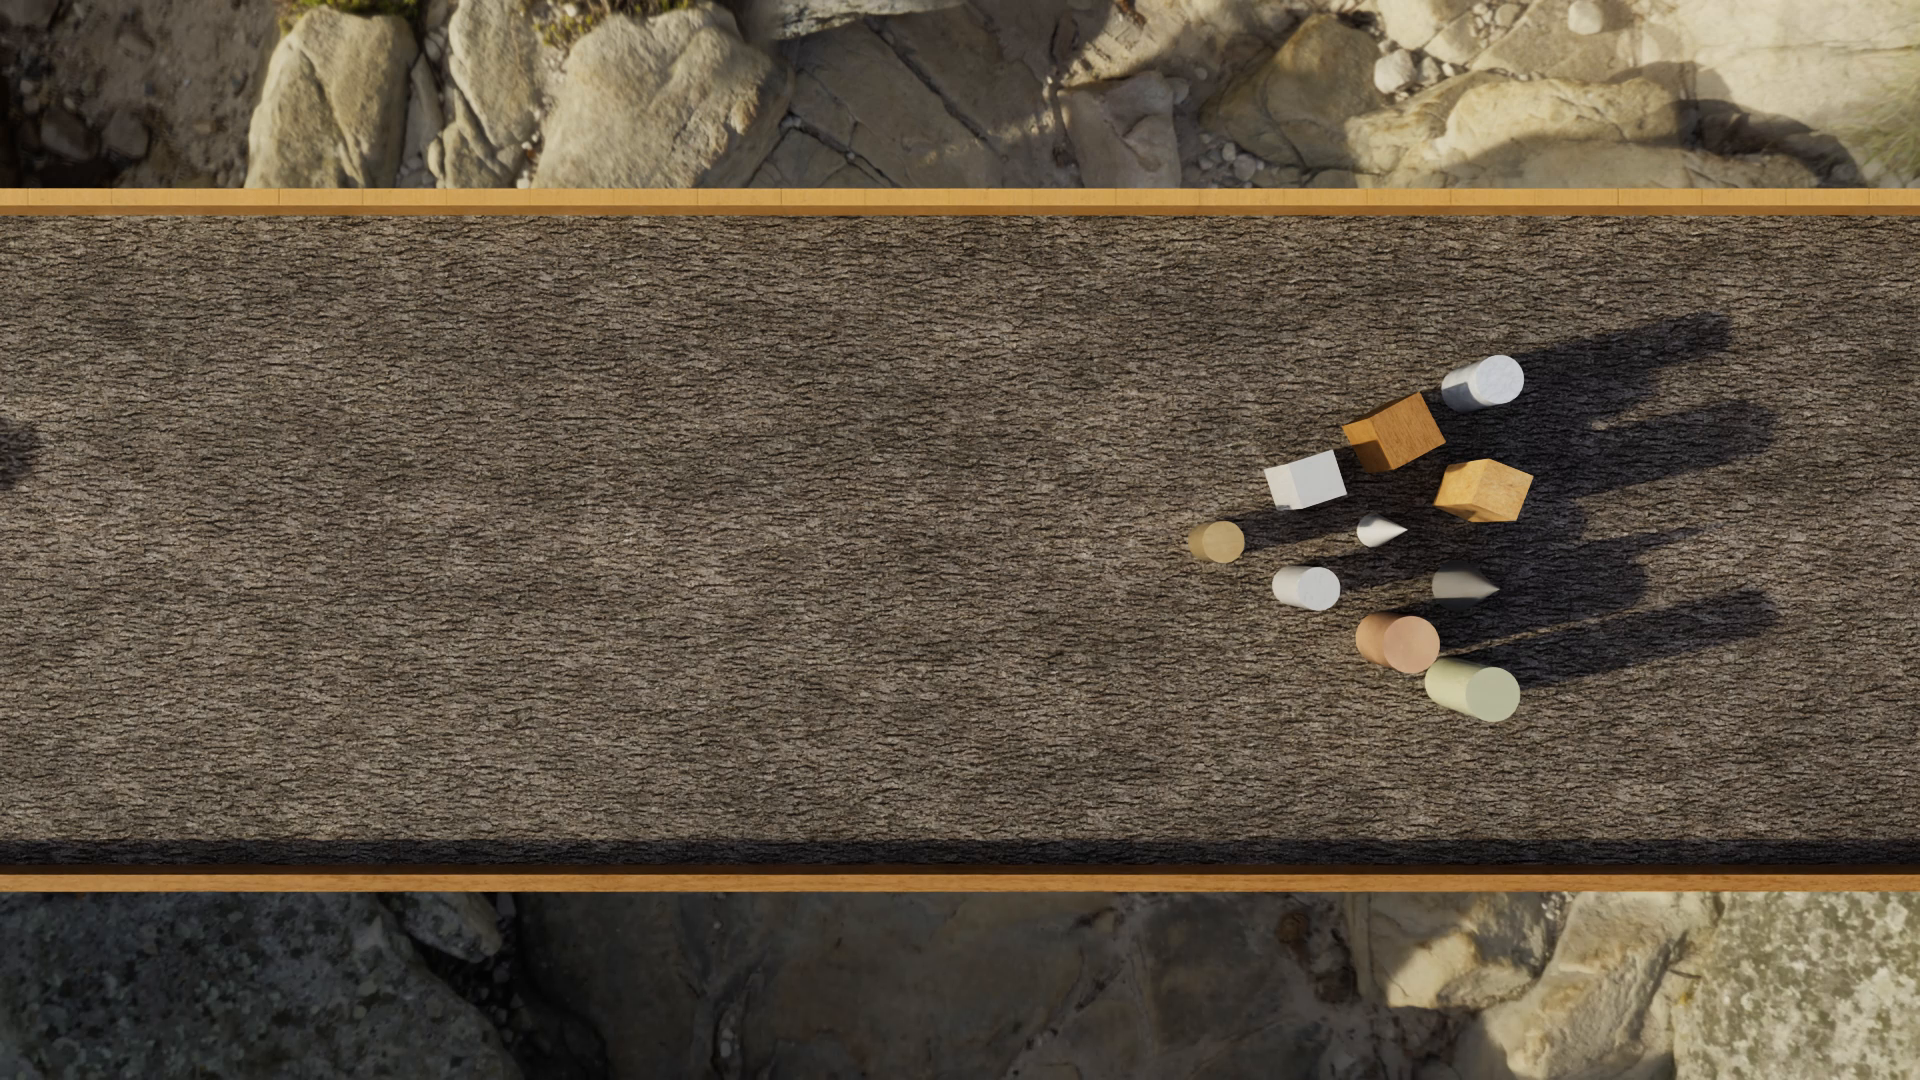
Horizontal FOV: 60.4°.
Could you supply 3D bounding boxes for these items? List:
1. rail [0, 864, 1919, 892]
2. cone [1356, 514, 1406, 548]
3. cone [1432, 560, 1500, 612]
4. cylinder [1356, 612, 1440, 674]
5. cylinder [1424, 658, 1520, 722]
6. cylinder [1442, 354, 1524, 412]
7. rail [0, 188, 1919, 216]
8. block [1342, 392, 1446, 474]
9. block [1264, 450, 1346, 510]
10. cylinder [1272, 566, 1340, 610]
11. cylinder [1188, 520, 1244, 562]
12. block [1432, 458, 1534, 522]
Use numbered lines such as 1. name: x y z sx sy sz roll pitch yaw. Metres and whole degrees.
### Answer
1. rail: -2.247 1.025 5.001 12.000 0.150 0.050 0 90 0
2. cone: 1.274 -0.029 4.882 0.104 0.389 0.104 0 90 0
3. cone: 1.532 0.141 4.879 0.158 0.394 0.158 0 90 0
4. cylinder: 1.300 0.302 4.914 0.165 0.324 0.165 0 90 0
5. cylinder: 1.508 0.437 4.872 0.155 0.409 0.155 0 90 0
6. cylinder: 1.551 -0.462 4.909 0.140 0.335 0.140 0 90 0
7. rail: -2.247 -1.025 5.002 12.000 0.150 0.050 0 90 0
8. block: 1.286 -0.315 4.909 0.165 0.336 0.165 -28 90 0
9. block: 1.019 -0.174 4.889 0.134 0.374 0.134 -18 90 0
10. cylinder: 1.023 0.139 4.890 0.124 0.374 0.124 0 90 0
11. cylinder: 0.762 0.006 4.923 0.122 0.308 0.122 0 90 0
12. block: 1.540 -0.143 4.878 0.136 0.396 0.136 21 90 0
